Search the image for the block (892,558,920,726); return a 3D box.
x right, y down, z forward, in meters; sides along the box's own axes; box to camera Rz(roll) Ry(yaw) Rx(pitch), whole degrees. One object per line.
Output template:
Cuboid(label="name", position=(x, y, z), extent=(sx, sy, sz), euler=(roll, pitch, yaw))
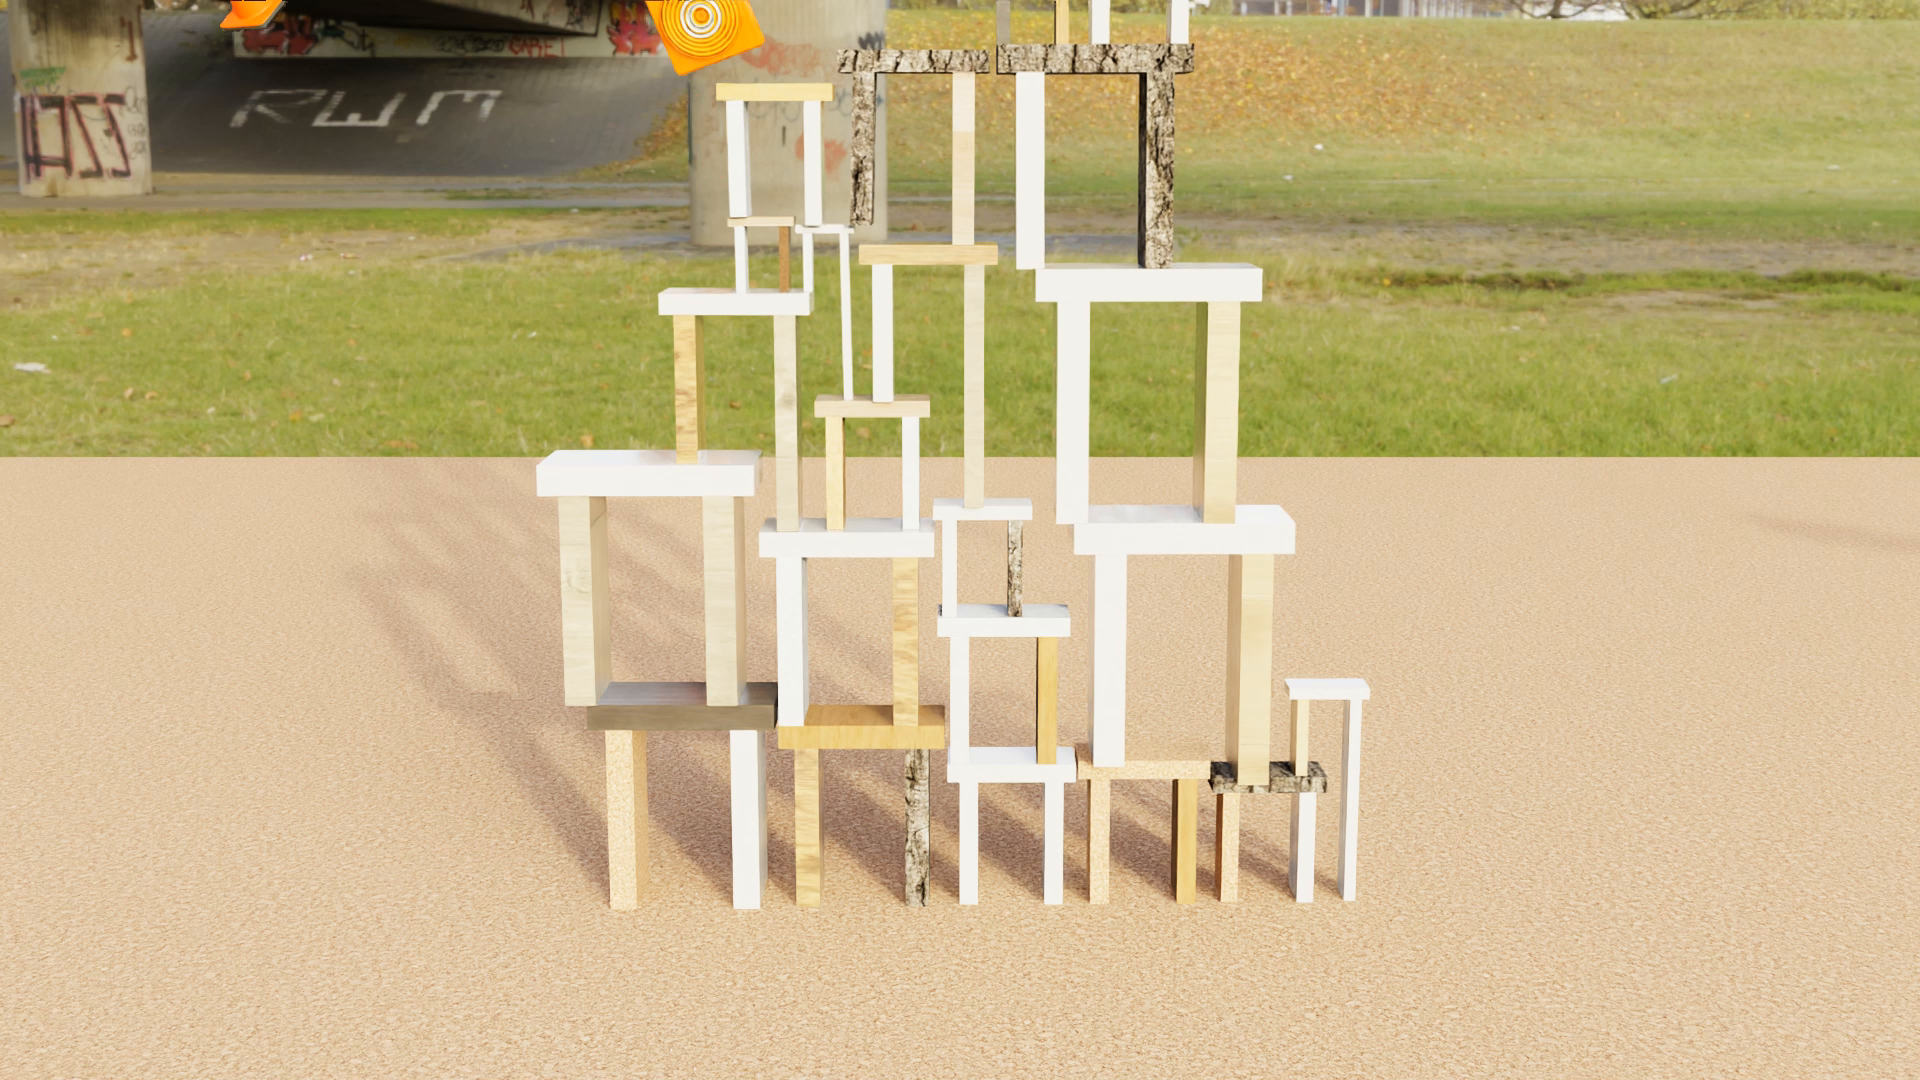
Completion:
Cuboid(label="block", position=(-0.087, 0.151, 3.593), extent=(0.039, 0.278, 0.139), euler=(0, 11, 0))

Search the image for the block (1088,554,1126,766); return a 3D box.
Cuboid(label="block", position=(0.239, 0.178, 3.594), extent=(0.049, 0.348, 0.174), euler=(0, 10, 0))

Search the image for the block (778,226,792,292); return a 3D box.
Cuboid(label="block", position=(-0.276, -0.445, 3.473), extent=(0.015, 0.103, 0.051), euler=(0, 11, 0))

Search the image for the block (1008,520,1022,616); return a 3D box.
Cuboid(label="block", position=(0.089, 0.039, 3.564), extent=(0.022, 0.158, 0.079), euler=(0, 11, 0))

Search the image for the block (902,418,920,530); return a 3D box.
Cuboid(label="block", position=(-0.078, -0.113, 3.543), extent=(0.026, 0.182, 0.091), euler=(0, 11, 0))

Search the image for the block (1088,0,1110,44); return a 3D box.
Cuboid(label="block", position=(0.215, -0.857, 3.398), extent=(0.026, 0.182, 0.091), euler=(0, 10, 0))

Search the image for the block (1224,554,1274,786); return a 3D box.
Cuboid(label="block", position=(0.472, 0.193, 3.598), extent=(0.049, 0.379, 0.174), euler=(0, 11, 0))

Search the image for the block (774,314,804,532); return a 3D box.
Cuboid(label="block", position=(-0.274, -0.193, 3.523), extent=(0.033, 0.345, 0.117), euler=(0, 11, 0))

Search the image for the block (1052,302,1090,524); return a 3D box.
Cuboid(label="block", position=(0.176, -0.213, 3.520), extent=(0.049, 0.349, 0.175), euler=(0, 10, 0))

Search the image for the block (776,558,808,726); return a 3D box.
Cuboid(label="block", position=(-0.273, 0.151, 3.593), extent=(0.039, 0.278, 0.139), euler=(0, 11, 0))

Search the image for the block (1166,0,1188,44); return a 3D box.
Cuboid(label="block", position=(0.336, -0.857, 3.398), extent=(0.026, 0.182, 0.091), euler=(0, 10, 0))

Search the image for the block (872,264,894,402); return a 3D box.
Cuboid(label="block", position=(-0.121, -0.332, 3.495), extent=(0.030, 0.215, 0.108), euler=(0, 11, 0))

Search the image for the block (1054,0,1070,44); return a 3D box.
Cuboid(label="block", position=(0.157, -0.834, 3.400), extent=(0.019, 0.137, 0.068), euler=(0, 11, 0))

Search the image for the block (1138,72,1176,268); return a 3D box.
Cuboid(label="block", position=(0.307, -0.580, 3.451), extent=(0.042, 0.298, 0.149), euler=(0, 10, 0))

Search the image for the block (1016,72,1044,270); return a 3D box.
Cuboid(label="block", position=(0.109, -0.579, 3.450), extent=(0.042, 0.298, 0.149), euler=(0, 10, 1))

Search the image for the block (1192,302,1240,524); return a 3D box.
Cuboid(label="block", position=(0.409, -0.214, 3.520), extent=(0.049, 0.349, 0.175), euler=(0, 10, 0))

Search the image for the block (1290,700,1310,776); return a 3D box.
Cuboid(label="block", position=(0.557, 0.317, 3.615), extent=(0.018, 0.130, 0.065), euler=(0, 11, -1))

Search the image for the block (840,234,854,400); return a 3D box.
Cuboid(label="block", position=(-0.180, -0.356, 3.490), extent=(0.013, 0.262, 0.046), euler=(-1, 11, 0))

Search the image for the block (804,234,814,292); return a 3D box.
Cuboid(label="block", position=(-0.239, -0.439, 3.473), extent=(0.013, 0.092, 0.046), euler=(0, 11, 1))

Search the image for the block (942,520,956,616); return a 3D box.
Cuboid(label="block", position=(-0.017, 0.039, 3.564), extent=(0.022, 0.158, 0.079), euler=(0, 11, 0))

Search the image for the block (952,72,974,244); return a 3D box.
Cuboid(label="block", position=(0.005, -0.599, 3.453), extent=(0.033, 0.263, 0.117), euler=(0, 11, 0))

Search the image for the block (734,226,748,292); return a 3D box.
Cuboid(label="block", position=(-0.345, -0.445, 3.473), extent=(0.015, 0.103, 0.051), euler=(0, 11, 0))

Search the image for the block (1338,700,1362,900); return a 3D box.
Cuboid(label="block", position=(0.644, 0.422, 3.635), extent=(0.018, 0.343, 0.065), euler=(0, 11, 0))

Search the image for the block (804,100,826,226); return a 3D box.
Cuboid(label="block", position=(-0.227, -0.592, 3.450), extent=(0.025, 0.191, 0.089), euler=(0, 11, 1))

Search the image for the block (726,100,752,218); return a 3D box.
Cuboid(label="block", position=(-0.346, -0.597, 3.445), extent=(0.025, 0.178, 0.089), euler=(-1, 11, 0))

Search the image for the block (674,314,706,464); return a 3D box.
Cuboid(label="block", position=(-0.431, -0.247, 3.514), extent=(0.033, 0.235, 0.117), euler=(0, 11, 0))

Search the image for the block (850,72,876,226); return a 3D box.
Cuboid(label="block", position=(-0.152, -0.614, 3.453), extent=(0.033, 0.233, 0.117), euler=(2, 11, -1))

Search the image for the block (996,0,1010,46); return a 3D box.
Cuboid(label="block", position=(0.066, -0.834, 3.399), extent=(0.019, 0.137, 0.068), euler=(0, 11, 0))

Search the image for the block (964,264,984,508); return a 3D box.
Cuboid(label="block", position=(0.022, -0.250, 3.510), extent=(0.030, 0.384, 0.108), euler=(0, 11, 0))

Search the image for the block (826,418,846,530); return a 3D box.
Cuboid(label="block", position=(-0.200, -0.113, 3.542), extent=(0.026, 0.182, 0.091), euler=(0, 11, 0))

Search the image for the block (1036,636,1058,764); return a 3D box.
Cuboid(label="block", position=(0.142, 0.250, 3.607), extent=(0.030, 0.213, 0.107), euler=(0, 11, 0))

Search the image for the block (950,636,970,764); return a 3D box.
Cuboid(label="block", position=(-0.001, 0.251, 3.607), extent=(0.030, 0.213, 0.107), euler=(0, 11, 0))
